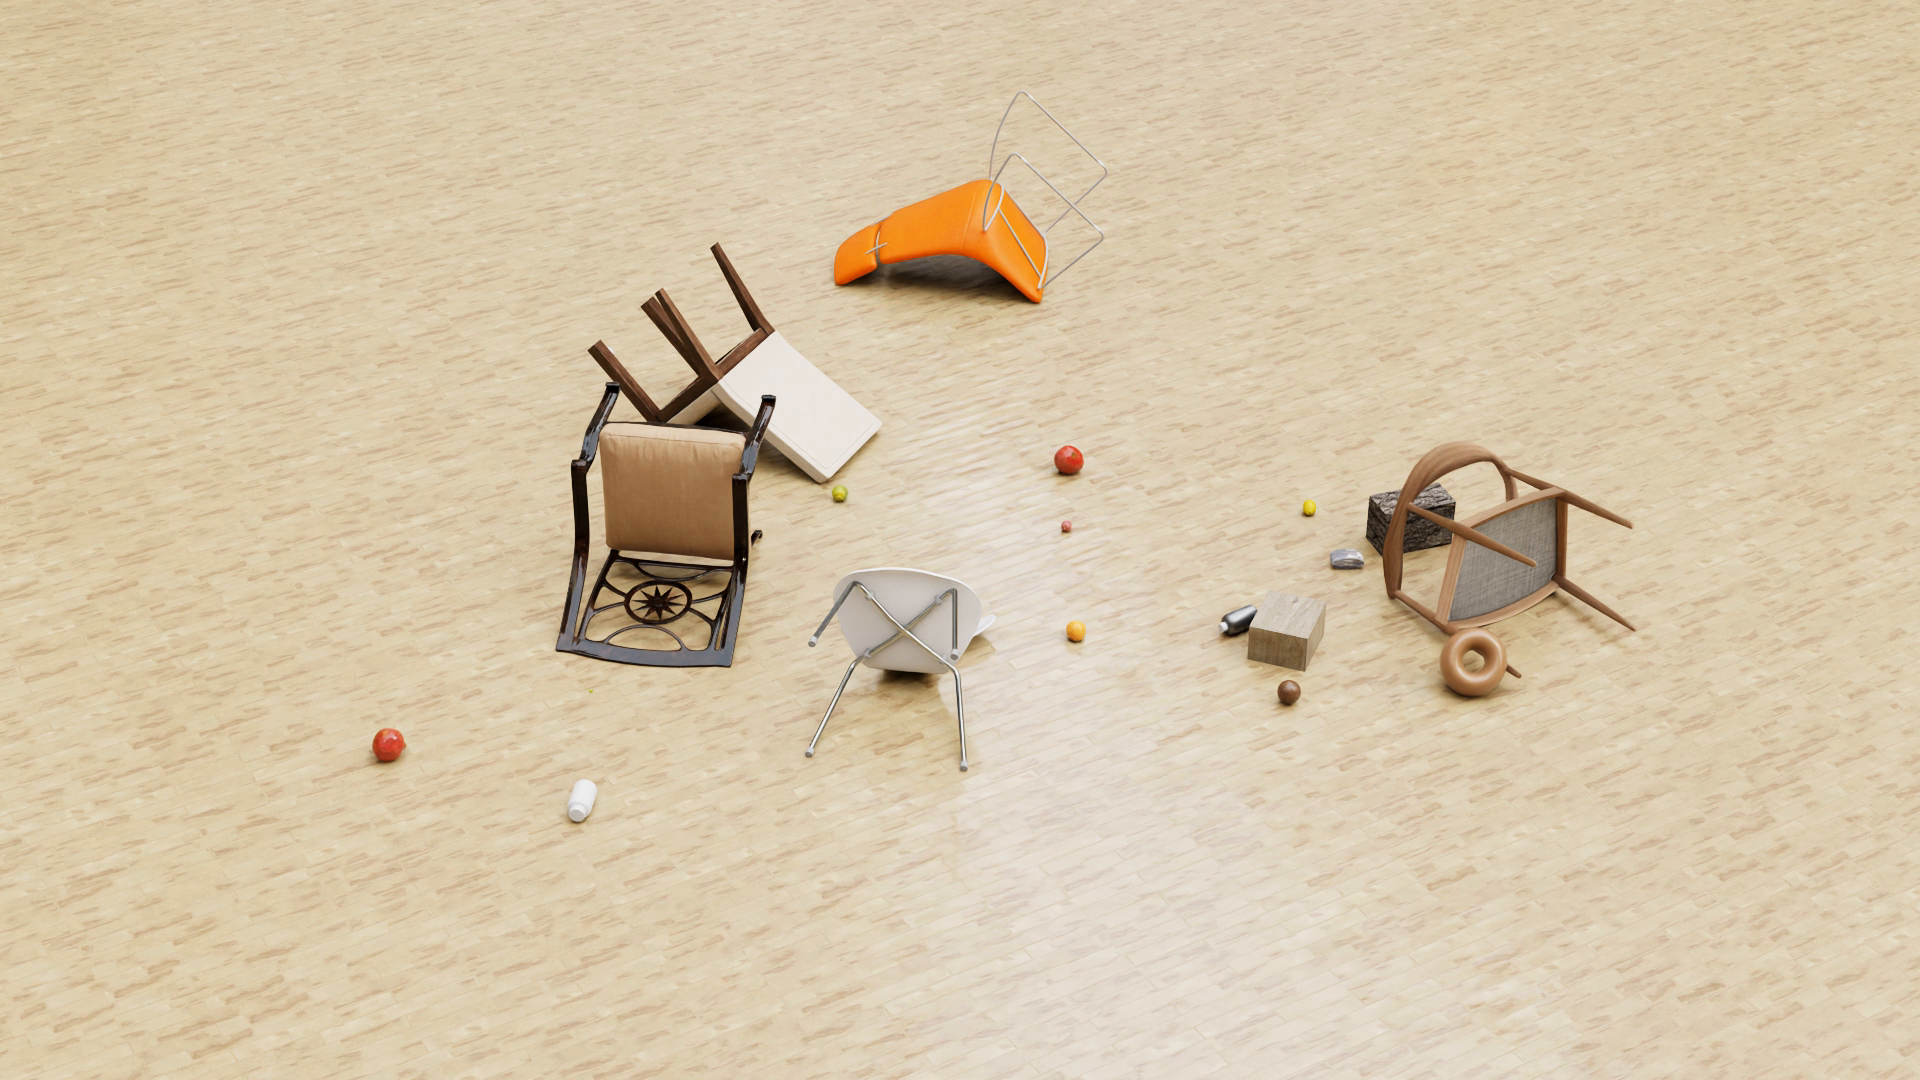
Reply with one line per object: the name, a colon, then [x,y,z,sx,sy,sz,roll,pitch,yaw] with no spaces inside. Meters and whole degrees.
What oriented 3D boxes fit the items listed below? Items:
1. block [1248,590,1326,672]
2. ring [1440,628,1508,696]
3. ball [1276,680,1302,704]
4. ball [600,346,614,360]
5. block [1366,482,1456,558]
block: [1.153,0.318,10.332,0.210,0.142,0.244,12,35,18]
ring: [1.772,0.420,10.122,0.231,0.118,0.242,26,82,4]
ball: [1.131,0.522,10.077,0.083,0.083,0.083,0,33,0]
ball: [-1.450,-0.767,12.058,0.057,0.057,0.057,0,33,0]
block: [1.673,-0.075,10.889,0.283,0.187,0.145,-11,35,-16]
